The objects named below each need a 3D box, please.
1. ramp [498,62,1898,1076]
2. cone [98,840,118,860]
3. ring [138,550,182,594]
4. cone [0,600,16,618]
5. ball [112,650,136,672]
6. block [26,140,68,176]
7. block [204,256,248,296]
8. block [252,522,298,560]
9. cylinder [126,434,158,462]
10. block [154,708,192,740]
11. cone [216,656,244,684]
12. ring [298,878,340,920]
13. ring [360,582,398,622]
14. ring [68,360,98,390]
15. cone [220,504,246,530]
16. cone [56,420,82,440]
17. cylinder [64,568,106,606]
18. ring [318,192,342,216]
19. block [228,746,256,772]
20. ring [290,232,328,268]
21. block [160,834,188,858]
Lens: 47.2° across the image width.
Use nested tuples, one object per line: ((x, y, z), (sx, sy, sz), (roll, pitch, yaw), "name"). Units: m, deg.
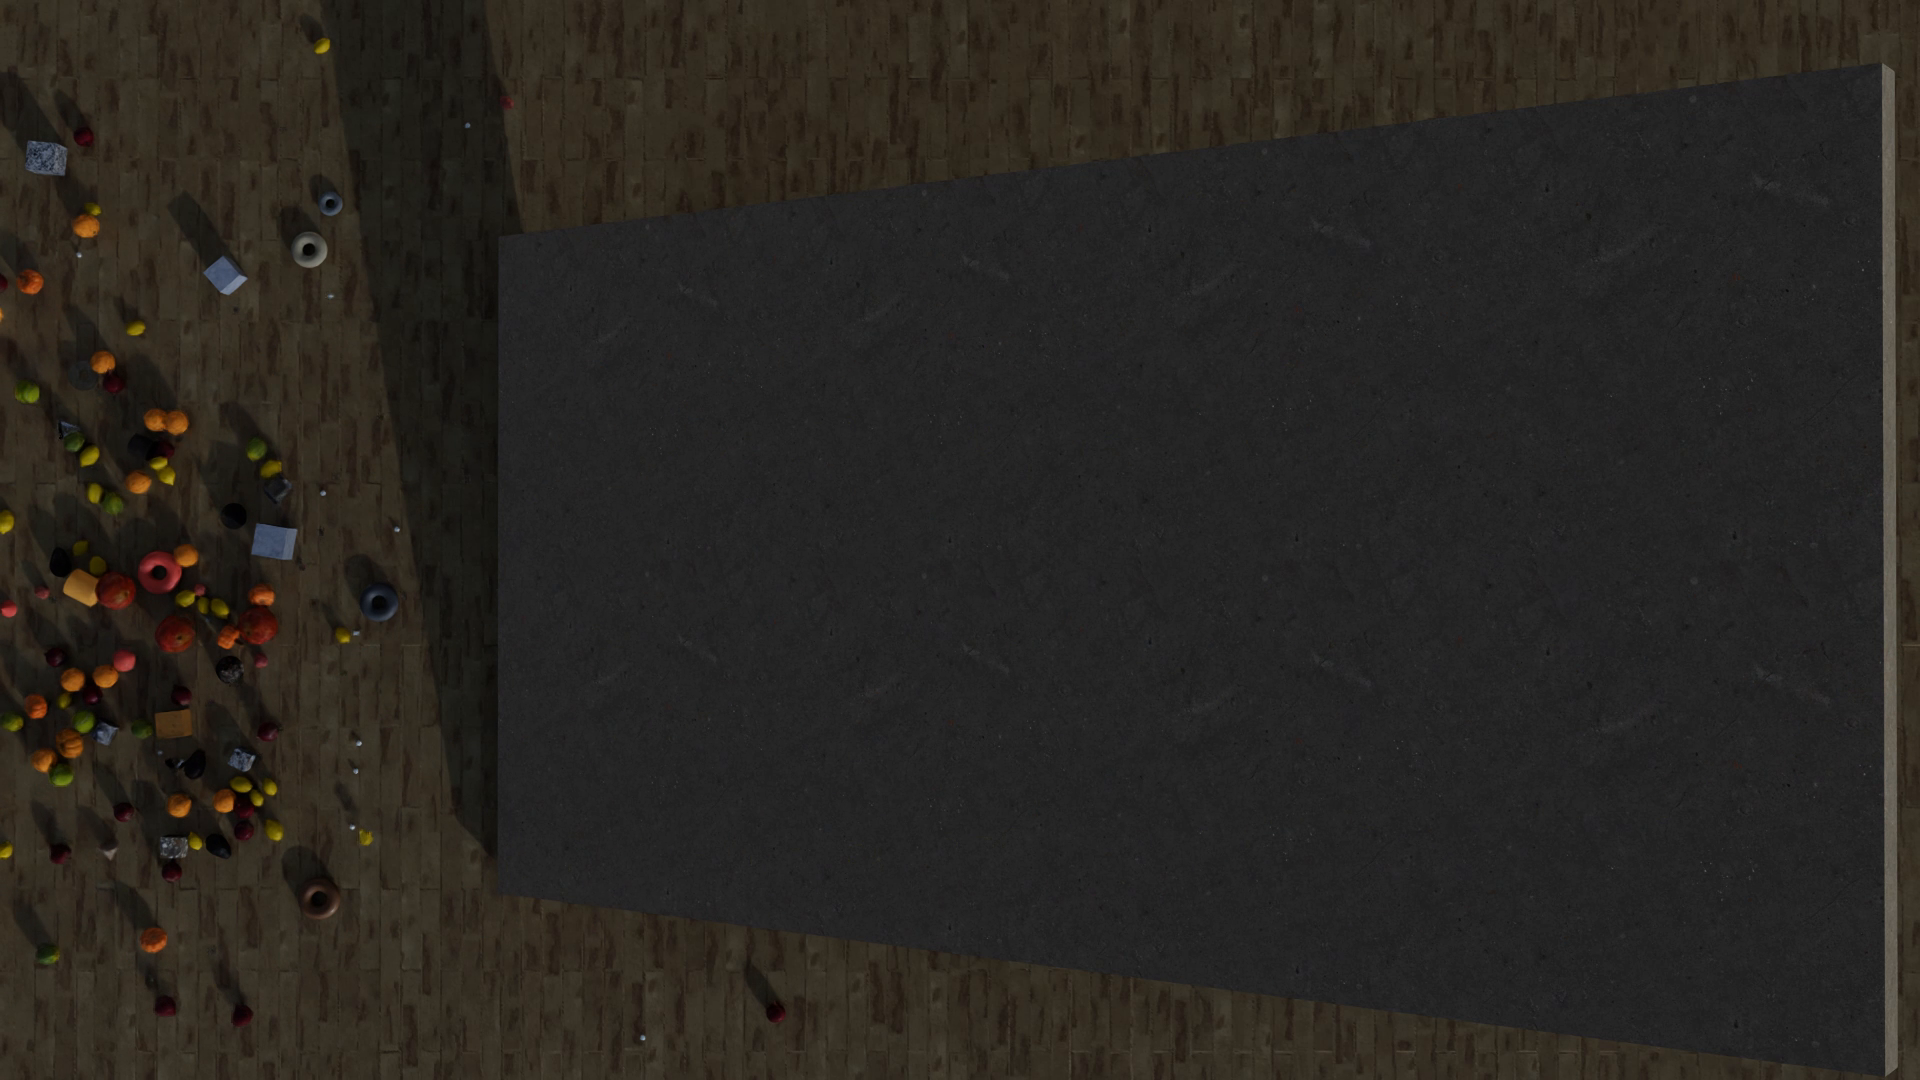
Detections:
((0.237, 0.066, 5.558), (4.000, 0.100, 2.000), (0, 89, 36), "ramp")
((-2.615, 0.963, 6.759), (0.057, 0.057, 0.057), (3, 116, 0), "cone")
((-2.459, 0.100, 6.757), (0.135, 0.045, 0.135), (0, 91, 0), "ring")
((-2.932, 0.212, 6.752), (0.052, 0.052, 0.052), (0, 90, 0), "cone")
((-2.563, 0.371, 6.743), (0.067, 0.067, 0.067), (0, 90, 0), "ball")
((-2.802, -1.170, 6.745), (0.087, 0.087, 0.087), (5, 90, 0), "block")
((-2.252, -0.812, 6.745), (0.080, 0.080, 0.080), (-41, 90, 0), "block")
((-2.099, 0.004, 6.731), (0.096, 0.096, 0.096), (10, 90, 0), "block")
((-2.510, -0.285, 6.750), (0.063, 0.063, 0.063), (32, 90, 14), "cylinder")
((-2.408, 0.563, 6.735), (0.080, 0.080, 0.080), (-6, 90, 0), "block")
((-2.250, 0.400, 6.733), (0.086, 0.086, 0.086), (0, 90, 0), "cone")
((-1.967, 1.100, 6.750), (0.131, 0.044, 0.131), (0, 88, 1), "ring")
((-1.785, 0.191, 6.758), (0.120, 0.040, 0.120), (0, 90, -1), "ring")
((-2.697, -0.505, 6.768), (0.092, 0.031, 0.092), (0, 90, -1), "ring")
((-2.239, -0.074, 6.739), (0.081, 0.081, 0.081), (0, 90, 0), "cone")
((-2.739, -0.340, 6.767), (0.067, 0.067, 0.067), (-5, 90, -27), "cone")
((-2.682, 0.146, 6.735), (0.087, 0.087, 0.087), (27, 90, 0), "cylinder")
((-1.939, -1.037, 6.774), (0.077, 0.026, 0.077), (0, 89, 1), "ring")
((-2.201, 0.672, 6.747), (0.055, 0.055, 0.055), (26, 90, 0), "block")
((-2.003, -0.894, 6.768), (0.112, 0.037, 0.112), (0, 89, -1), "ring")
((-2.409, 0.940, 6.741), (0.063, 0.063, 0.063), (3, 90, 0), "block")
